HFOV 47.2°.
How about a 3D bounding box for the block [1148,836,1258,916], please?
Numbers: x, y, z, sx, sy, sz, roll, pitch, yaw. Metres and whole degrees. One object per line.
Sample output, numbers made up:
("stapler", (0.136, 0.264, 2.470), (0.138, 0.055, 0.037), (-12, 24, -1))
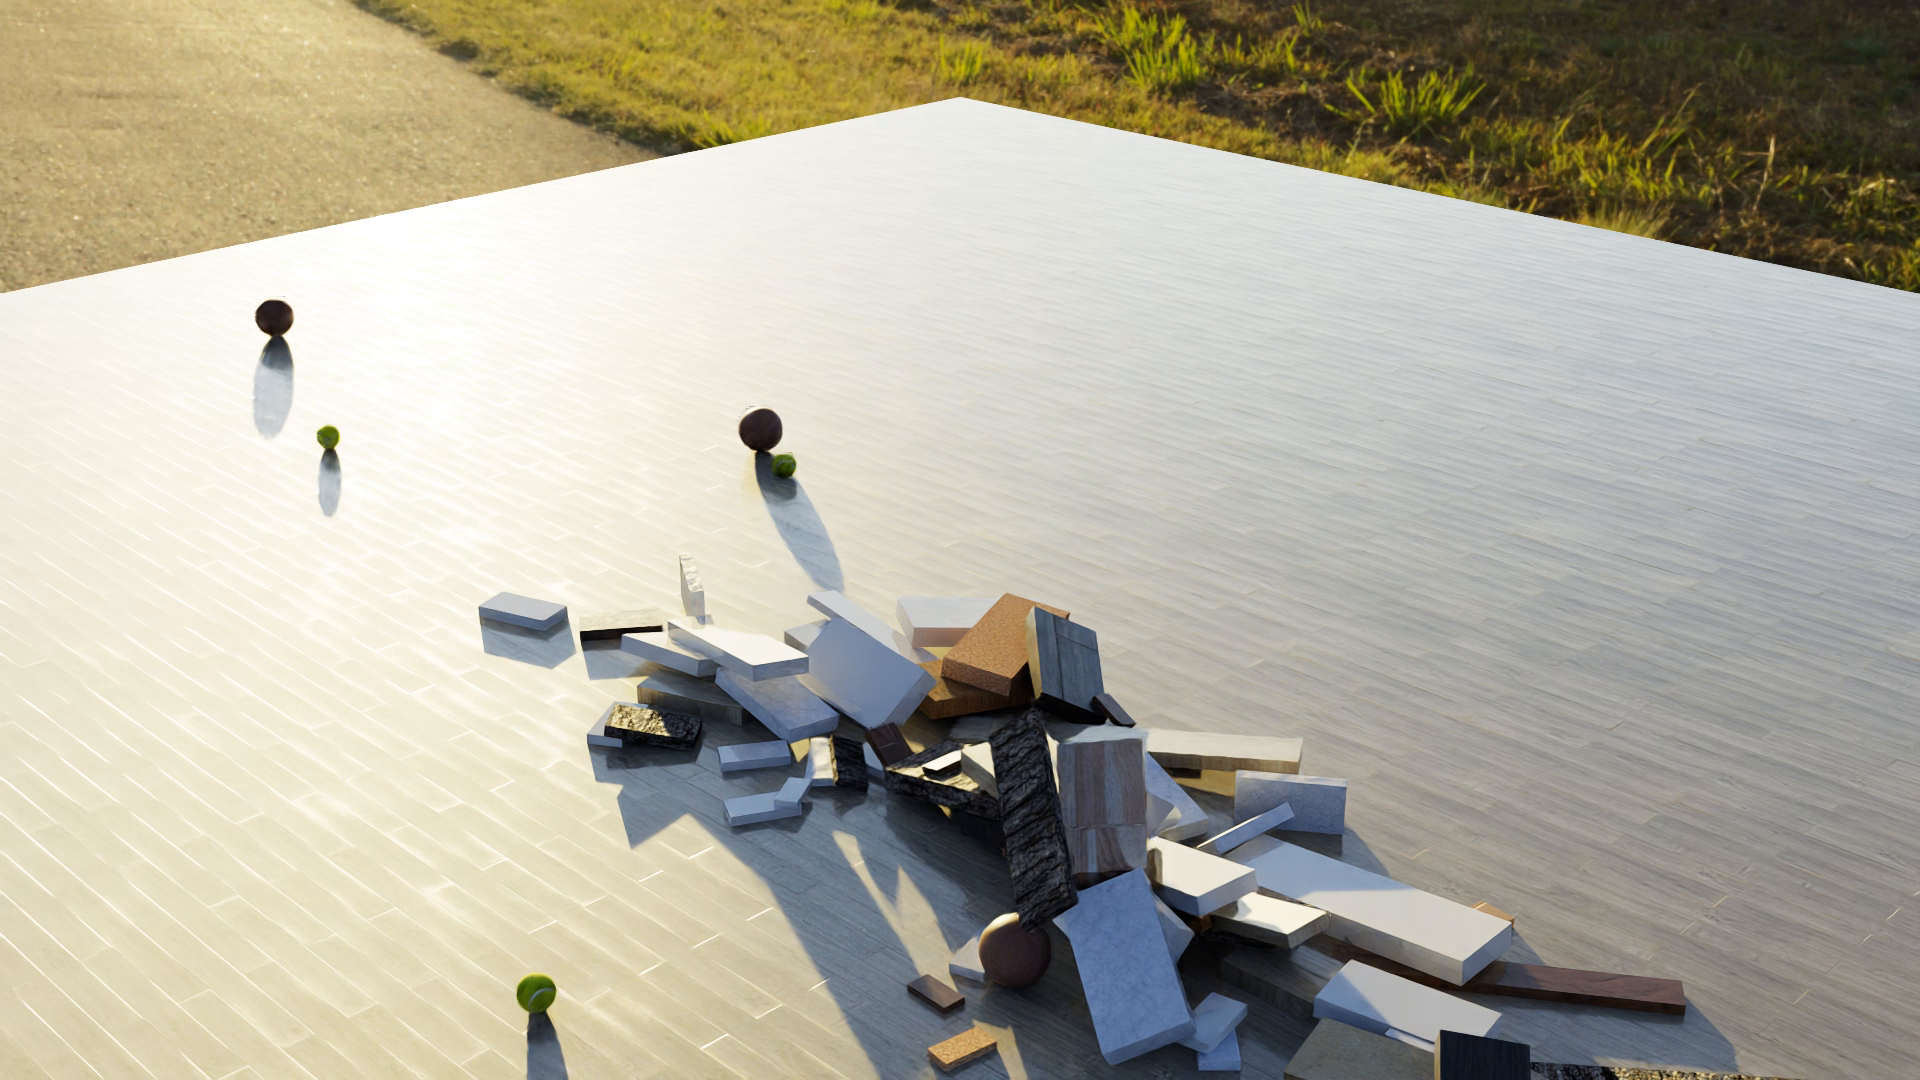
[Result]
("block", (0.397, 0.612, 4.013), (0.138, 0.039, 0.275), (-18, 16, -32))

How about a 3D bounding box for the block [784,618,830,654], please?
("block", (-0.300, 0.252, 5.125), (0.116, 0.033, 0.232), (-16, 28, -32))

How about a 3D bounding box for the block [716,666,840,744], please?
("block", (-0.402, 0.347, 4.821), (0.135, 0.038, 0.270), (-14, 37, -40))

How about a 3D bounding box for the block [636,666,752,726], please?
("block", (-0.569, 0.341, 4.908), (0.270, 0.038, 0.135), (11, 25, 23))

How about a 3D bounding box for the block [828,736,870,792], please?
("block", (-0.232, 0.465, 4.574), (0.070, 0.020, 0.140), (16, 30, -19))

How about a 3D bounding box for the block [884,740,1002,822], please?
("block", (0.025, 0.481, 4.421), (0.174, 0.049, 0.348), (-20, 18, -38))

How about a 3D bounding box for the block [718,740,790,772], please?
("block", (-0.436, 0.457, 4.658), (0.146, 0.021, 0.073), (-5, 24, -12))

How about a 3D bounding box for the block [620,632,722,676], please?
("block", (-0.635, 0.259, 5.023), (0.270, 0.038, 0.135), (14, 10, 41))

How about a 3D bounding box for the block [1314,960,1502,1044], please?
("block", (0.755, 0.803, 3.717), (0.278, 0.039, 0.139), (16, 27, 32))

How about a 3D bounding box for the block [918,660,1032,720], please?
("block", (0.038, 0.318, 4.885), (0.323, 0.046, 0.162), (-6, 28, -32))

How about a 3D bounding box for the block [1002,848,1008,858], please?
("block", (0.215, 0.597, 4.222), (0.138, 0.039, 0.275), (-18, 16, -32))

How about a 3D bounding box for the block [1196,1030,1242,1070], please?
("block", (0.434, 0.849, 3.733), (0.070, 0.020, 0.139), (0, 23, 0))

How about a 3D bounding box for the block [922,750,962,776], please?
("block", (-0.024, 0.450, 4.443), (0.098, 0.014, 0.049), (-20, 18, -38))

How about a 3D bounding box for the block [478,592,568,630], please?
("block", (-1.057, 0.171, 5.322), (0.194, 0.027, 0.097), (11, 25, 24))

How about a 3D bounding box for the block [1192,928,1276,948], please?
("block", (0.509, 0.701, 4.002), (0.198, 0.028, 0.099), (-1, 15, 42))

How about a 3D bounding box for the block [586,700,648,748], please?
("block", (-0.744, 0.400, 4.789), (0.080, 0.023, 0.160), (5, 24, 13))

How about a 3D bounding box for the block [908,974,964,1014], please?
("block", (-0.042, 0.797, 3.864), (0.049, 0.014, 0.097), (-20, 30, -38))

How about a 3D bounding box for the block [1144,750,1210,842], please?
("block", (0.372, 0.514, 4.443), (0.134, 0.038, 0.267), (-12, 35, -26))

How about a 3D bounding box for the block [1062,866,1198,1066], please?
("block", (0.285, 0.726, 3.763), (0.158, 0.045, 0.316), (-23, 46, 8))

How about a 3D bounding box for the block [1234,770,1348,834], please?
("block", (0.658, 0.523, 4.388), (0.218, 0.109, 0.031), (4, 23, 10))

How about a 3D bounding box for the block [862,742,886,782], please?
("block", (-0.170, 0.469, 4.630), (0.140, 0.020, 0.070), (20, 30, 39))

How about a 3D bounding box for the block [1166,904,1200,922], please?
("block", (0.357, 0.647, 4.085), (0.275, 0.039, 0.138), (1, 16, 42))

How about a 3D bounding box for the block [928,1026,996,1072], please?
("block", (0.004, 0.859, 3.716), (0.107, 0.015, 0.054), (-16, 28, -33))

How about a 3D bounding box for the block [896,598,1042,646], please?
("block", (0.038, 0.193, 5.190), (0.348, 0.049, 0.174), (1, 22, -16))

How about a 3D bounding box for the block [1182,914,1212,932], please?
("block", (0.405, 0.677, 4.066), (0.099, 0.028, 0.198), (-21, 16, -40))

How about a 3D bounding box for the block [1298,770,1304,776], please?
("block", (0.675, 0.478, 4.613), (0.060, 0.017, 0.120), (-4, 23, -9))

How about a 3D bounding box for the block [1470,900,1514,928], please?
("block", (0.941, 0.715, 4.049), (0.152, 0.022, 0.076), (-17, 28, -35))

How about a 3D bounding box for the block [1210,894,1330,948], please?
("block", (0.551, 0.678, 3.924), (0.099, 0.028, 0.198), (-20, 14, -33))

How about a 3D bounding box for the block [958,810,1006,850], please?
("block", (0.172, 0.552, 4.246), (0.174, 0.049, 0.348), (-19, 17, -34))

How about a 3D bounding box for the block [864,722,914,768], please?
("block", (-0.135, 0.448, 4.585), (0.070, 0.020, 0.140), (-15, 59, -35))

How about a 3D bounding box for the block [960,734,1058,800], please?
("block", (0.160, 0.465, 4.224), (0.174, 0.049, 0.348), (-14, 22, -25))
